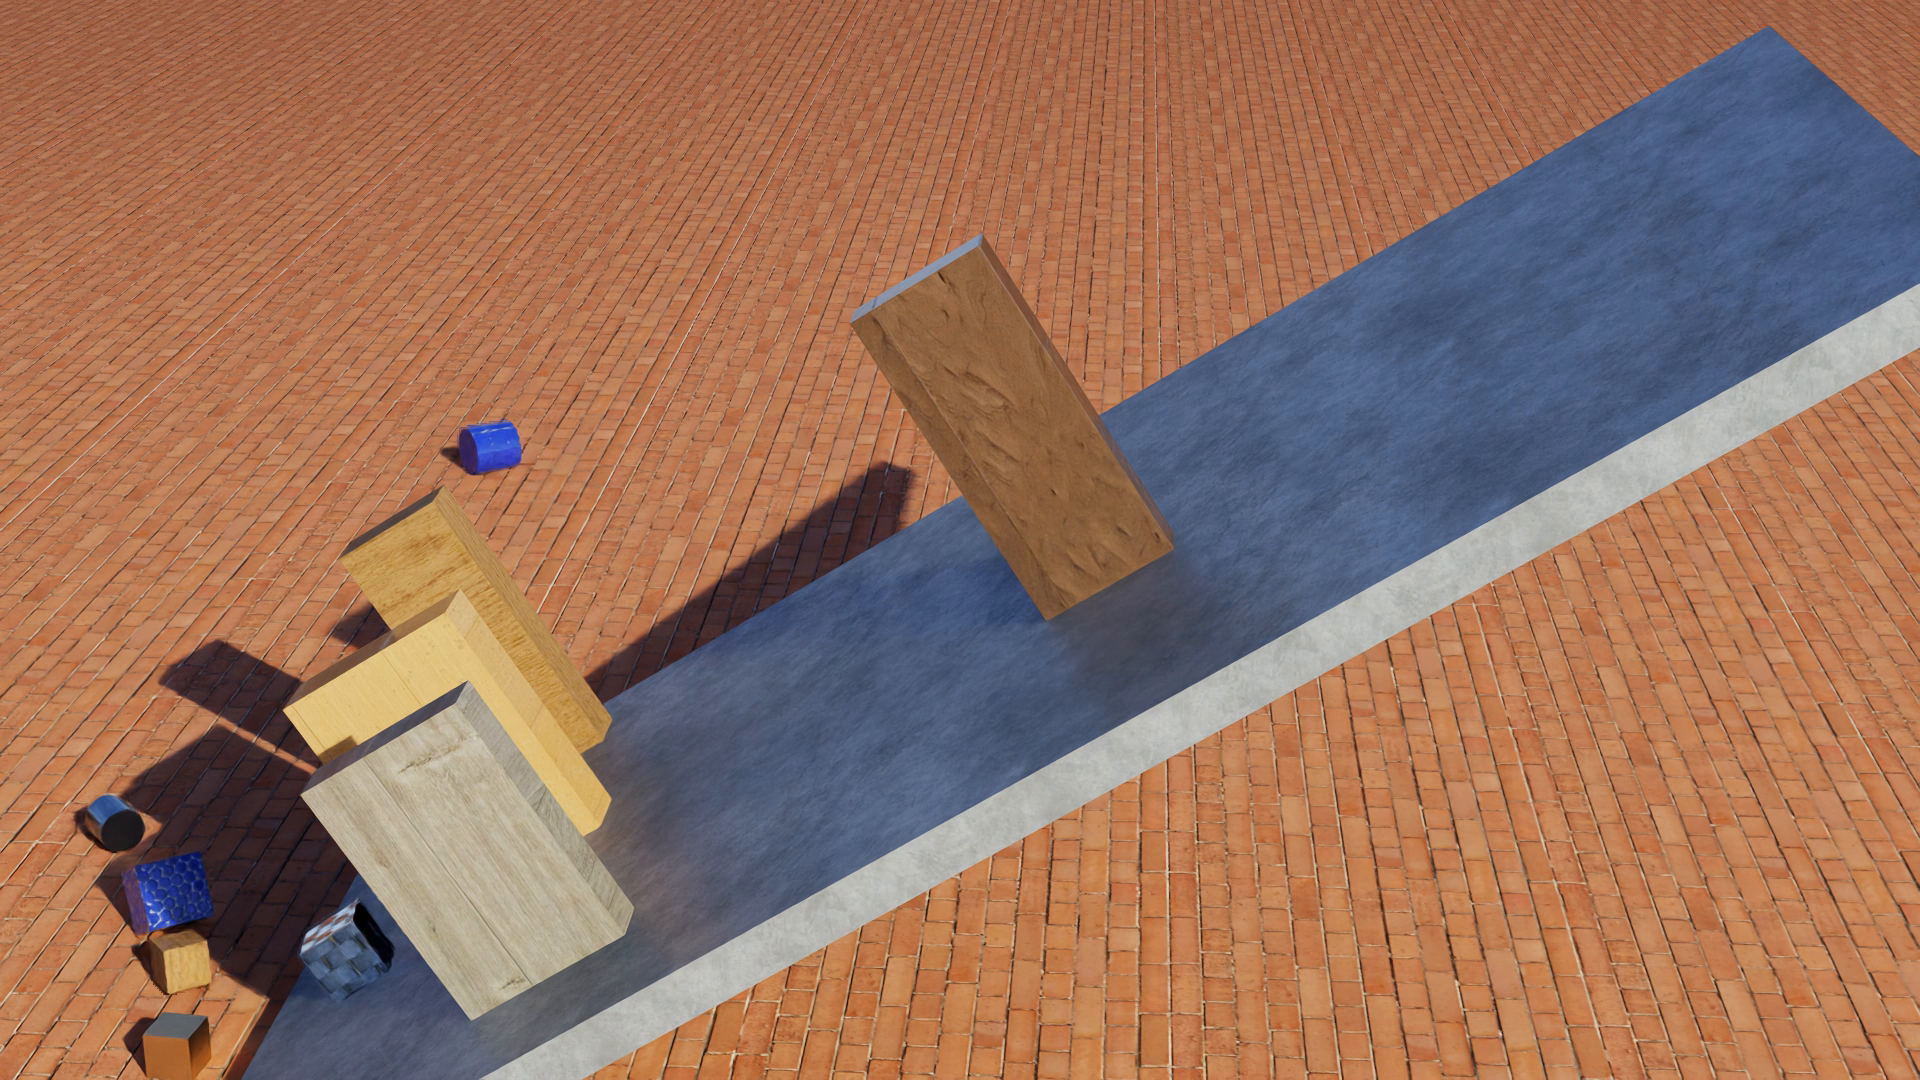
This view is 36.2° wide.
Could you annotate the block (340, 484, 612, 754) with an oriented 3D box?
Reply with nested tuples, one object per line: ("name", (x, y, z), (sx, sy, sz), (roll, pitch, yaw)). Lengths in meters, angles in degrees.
("block", (-1.181, 0.246, 7.208), (0.279, 0.722, 0.135), (-30, 15, 13))

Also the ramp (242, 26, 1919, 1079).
("ramp", (0.141, 0.169, 6.292), (4.000, 0.100, 2.000), (-30, 15, 13))

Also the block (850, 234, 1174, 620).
("block", (0.111, -0.223, 5.946), (0.305, 0.741, 0.101), (-30, 15, 13))

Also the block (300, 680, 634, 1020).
("block", (-0.978, 0.623, 5.869), (0.380, 0.582, 0.119), (-30, 15, 13))

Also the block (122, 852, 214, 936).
("block", (-1.963, 0.877, 7.290), (0.162, 0.162, 0.162), (-12, -6, -29))

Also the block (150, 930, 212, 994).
("block", (-1.871, 1.011, 7.060), (0.107, 0.107, 0.107), (-10, 15, -31))

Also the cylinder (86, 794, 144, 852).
("cylinder", (-2.239, 0.750, 7.792), (0.118, 0.118, 0.118), (-14, 24, -33))

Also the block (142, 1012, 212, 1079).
("block", (-1.779, 1.152, 6.688), (0.109, 0.109, 0.109), (3, 20, 10))

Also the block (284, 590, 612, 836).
("block", (-1.151, 0.485, 6.632), (0.450, 0.600, 0.149), (-30, 15, 13))

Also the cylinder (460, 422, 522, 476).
("cylinder", (-1.714, -0.335, 10.732), (0.170, 0.170, 0.170), (-12, 23, -30))

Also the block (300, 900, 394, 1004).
("block", (-1.376, 0.925, 6.611), (0.142, 0.142, 0.142), (-33, 15, 2))
